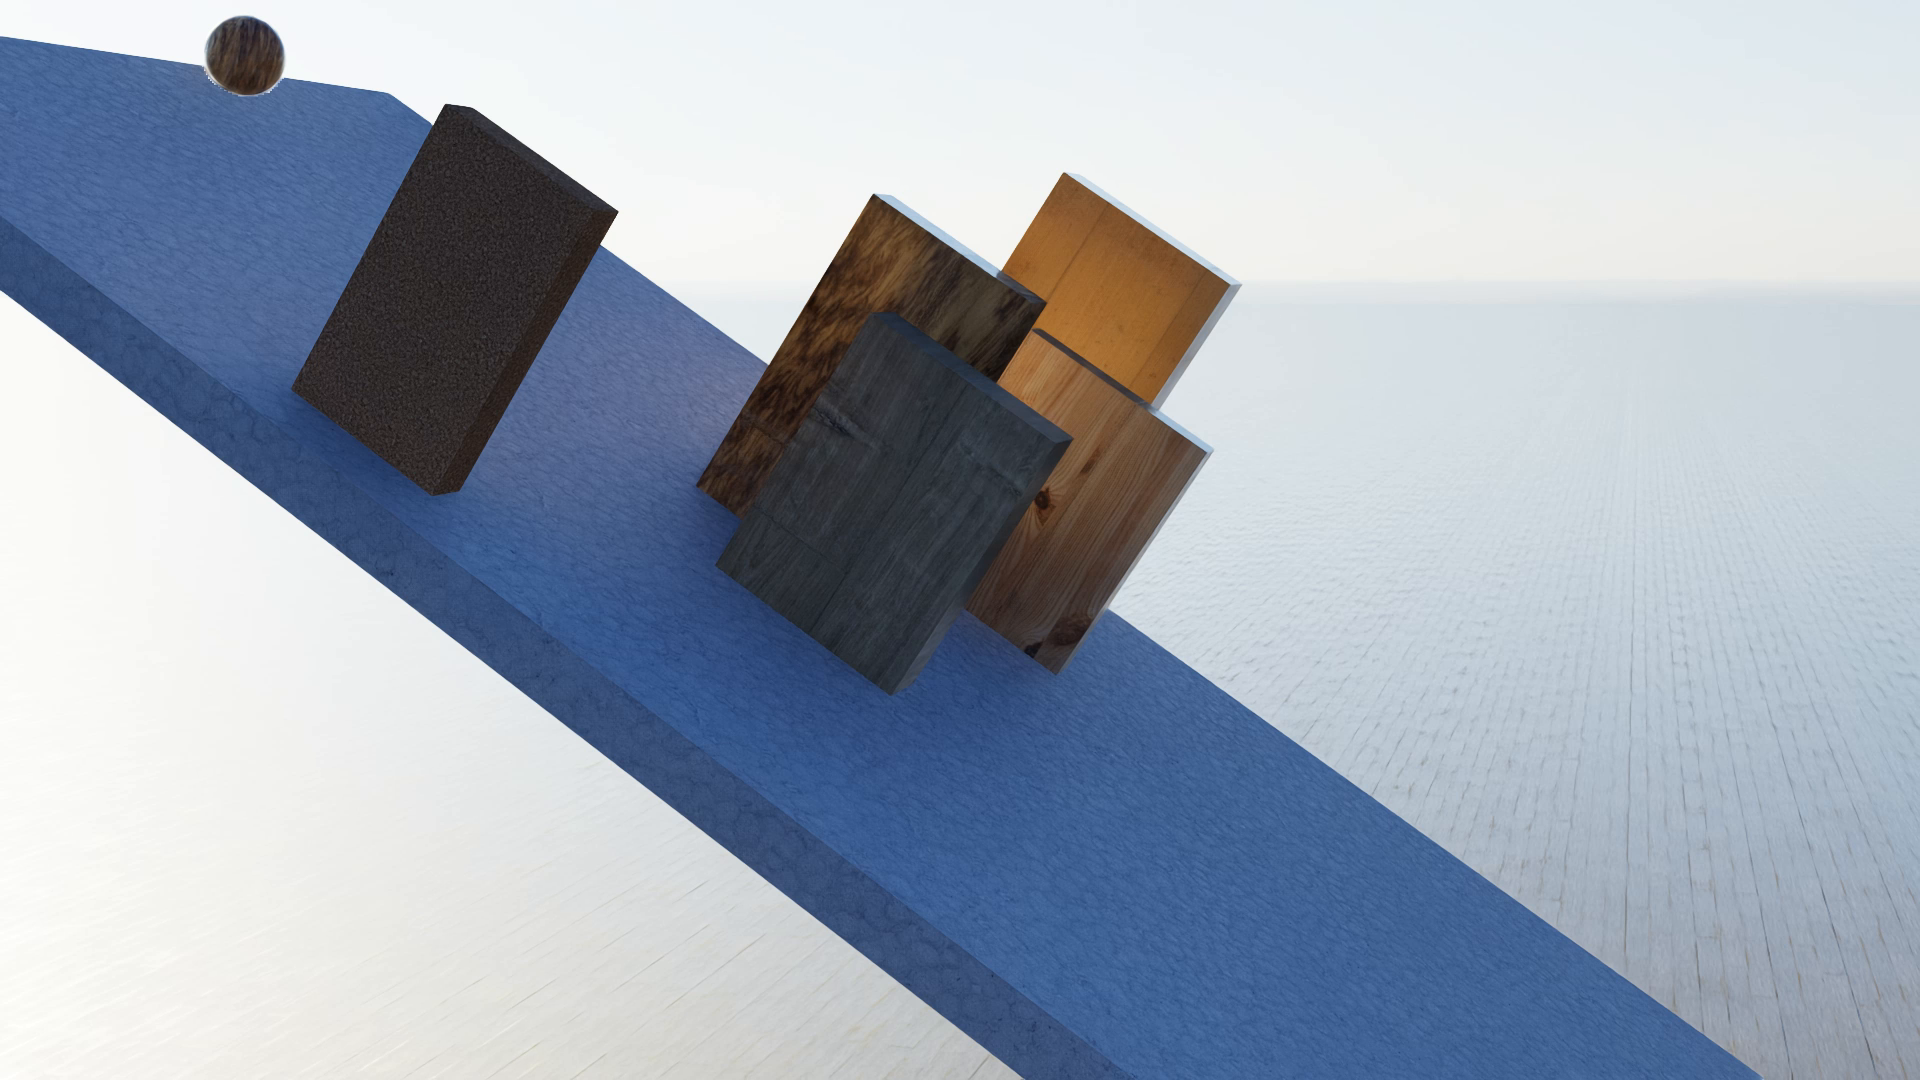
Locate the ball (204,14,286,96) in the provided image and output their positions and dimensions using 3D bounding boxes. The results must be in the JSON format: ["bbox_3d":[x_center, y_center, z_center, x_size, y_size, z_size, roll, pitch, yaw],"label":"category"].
[{"bbox_3d":[-1.502,-1.018,4.619,0.166,0.166,0.166,0,7,0],"label":"ball"}]

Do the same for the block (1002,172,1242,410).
[{"bbox_3d":[0.200,-0.336,4.735,0.426,0.791,0.147,36,15,10],"label":"block"}]

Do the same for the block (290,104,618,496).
[{"bbox_3d":[-0.779,-0.365,3.373,0.291,0.517,0.083,36,15,10],"label":"block"}]

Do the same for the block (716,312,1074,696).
[{"bbox_3d":[-0.115,-0.064,3.763,0.384,0.523,0.123,36,15,10],"label":"block"}]

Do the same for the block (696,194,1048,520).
[{"bbox_3d":[-0.168,-0.266,4.054,0.356,0.644,0.106,36,15,10],"label":"block"}]

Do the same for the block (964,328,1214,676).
[{"bbox_3d":[0.175,-0.077,4.360,0.424,0.538,0.082,36,15,10],"label":"block"}]

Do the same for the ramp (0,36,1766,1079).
[{"bbox_3d":[-0.123,0.208,4.098,4.000,0.100,2.000,36,15,10],"label":"ramp"}]
